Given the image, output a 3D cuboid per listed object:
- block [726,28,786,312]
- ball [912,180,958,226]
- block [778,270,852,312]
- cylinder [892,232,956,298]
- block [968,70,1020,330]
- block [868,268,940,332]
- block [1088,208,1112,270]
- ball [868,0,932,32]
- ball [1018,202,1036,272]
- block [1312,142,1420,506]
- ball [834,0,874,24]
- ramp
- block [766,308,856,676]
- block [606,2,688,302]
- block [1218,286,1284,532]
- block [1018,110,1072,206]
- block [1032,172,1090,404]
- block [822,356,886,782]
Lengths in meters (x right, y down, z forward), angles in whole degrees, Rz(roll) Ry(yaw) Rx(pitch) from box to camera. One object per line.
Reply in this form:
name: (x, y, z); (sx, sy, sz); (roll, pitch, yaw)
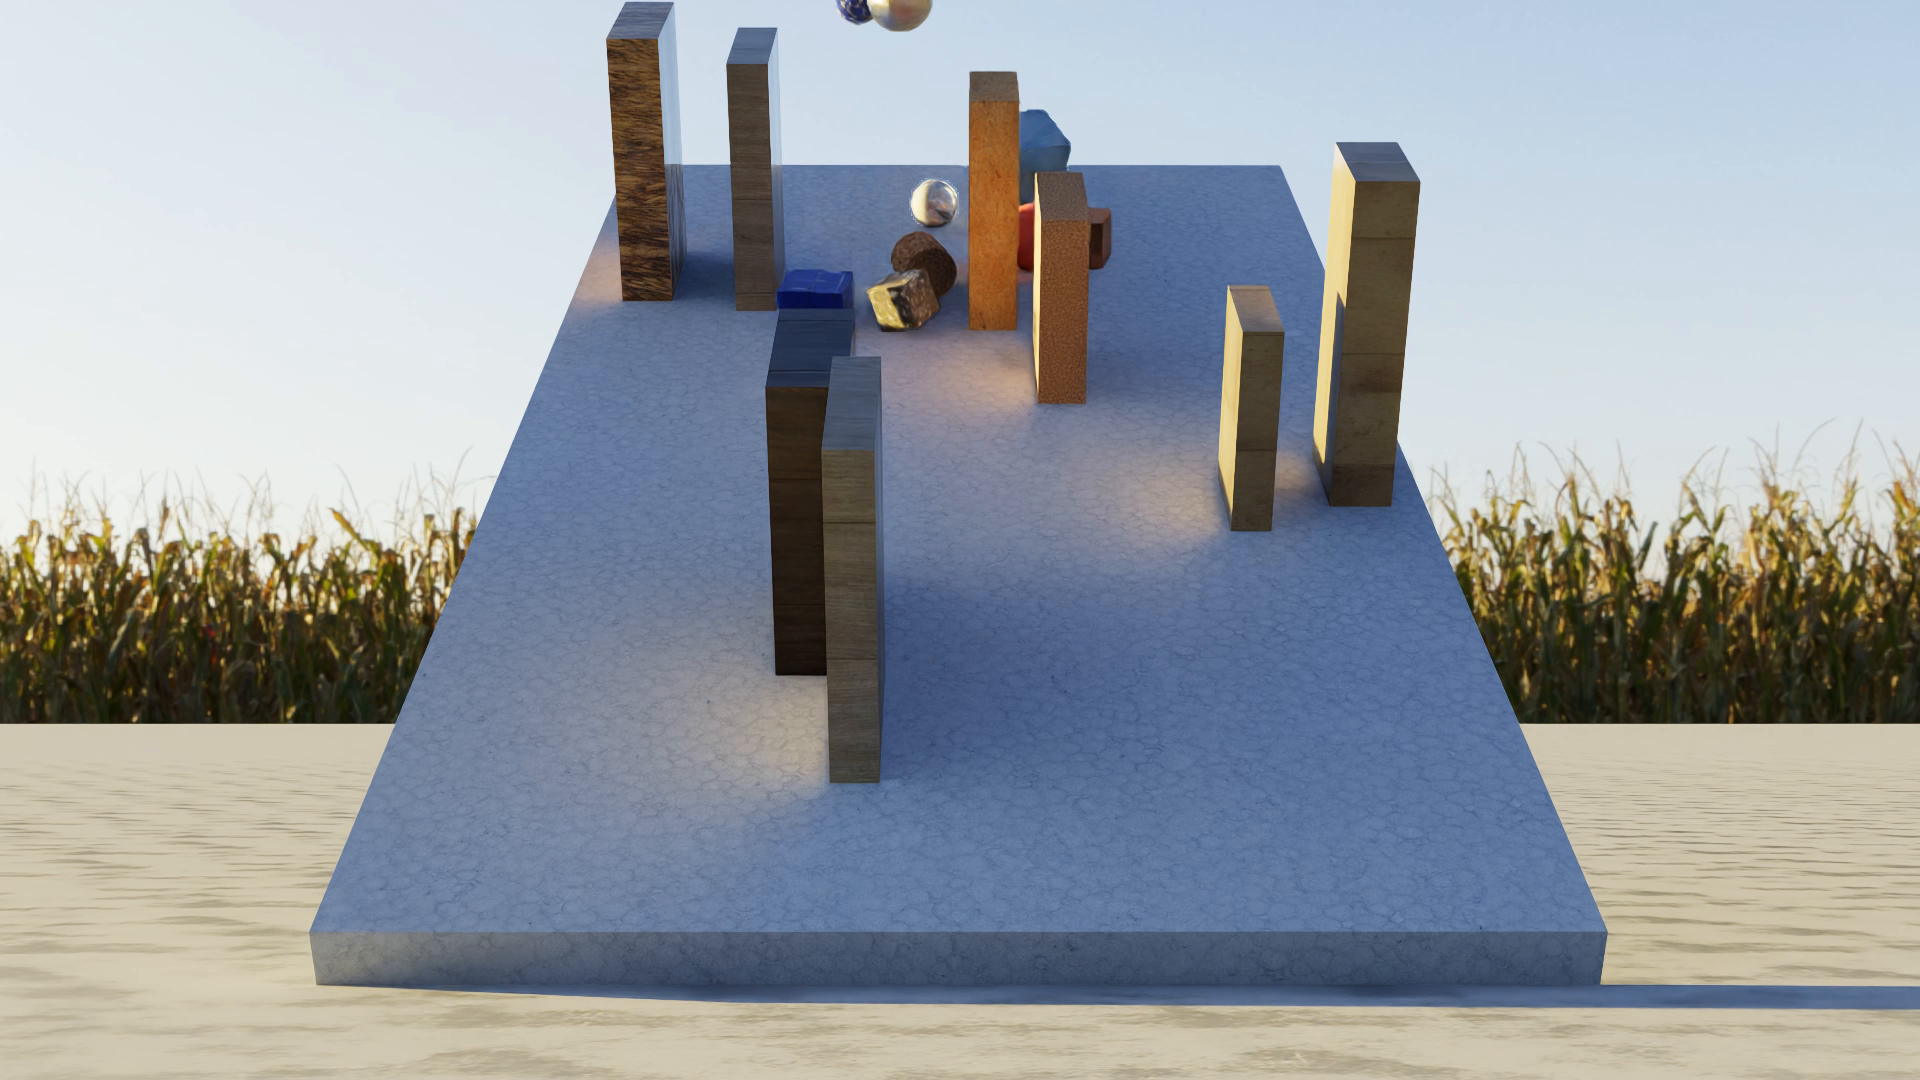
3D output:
block: (-0.525, -0.961, 6.095); (0.103, 0.645, 0.371); (0, 26, 0)
ball: (-0.072, -0.954, 6.669); (0.132, 0.132, 0.132); (0, -4, 0)
block: (-0.357, -0.567, 5.842); (0.159, 0.159, 0.159); (3, 26, 6)
cylinder: (-0.095, -0.720, 6.180); (0.140, 0.140, 0.140); (1, 25, -18)
block: (0.083, -0.856, 5.946); (0.121, 0.591, 0.280); (0, 26, 0)
block: (-0.142, -0.604, 5.926); (0.112, 0.112, 0.112); (-3, 27, 36)
block: (0.335, -0.823, 6.404); (0.130, 0.130, 0.130); (6, 27, 12)
ball: (-0.170, -1.532, 6.668); (0.187, 0.187, 0.187); (0, -4, 0)
ball: (0.205, -0.797, 6.206); (0.185, 0.185, 0.185); (0, -4, 0)
block: (0.853, -0.454, 4.980); (0.131, 0.717, 0.274); (0, 26, 0)
ball: (-0.300, -1.583, 6.909); (0.140, 0.140, 0.140); (0, -4, 0)
ramp: (-0.010, -0.229, 5.446); (2.000, 0.100, 4.000); (0, 26, 0)
block: (-0.269, -0.093, 4.398); (0.142, 0.574, 0.389); (0, 26, 0)
block: (-0.814, -1.017, 6.159); (0.128, 0.689, 0.393); (0, 26, 0)
block: (0.606, -0.277, 4.930); (0.084, 0.443, 0.273); (0, 26, 0)
block: (0.179, -1.111, 6.856); (0.195, 0.195, 0.195); (-9, 44, -24)
block: (0.238, -0.601, 5.585); (0.112, 0.448, 0.363); (0, 26, 0)
block: (-0.180, 0.047, 4.059); (0.085, 0.620, 0.403); (0, 26, 0)
